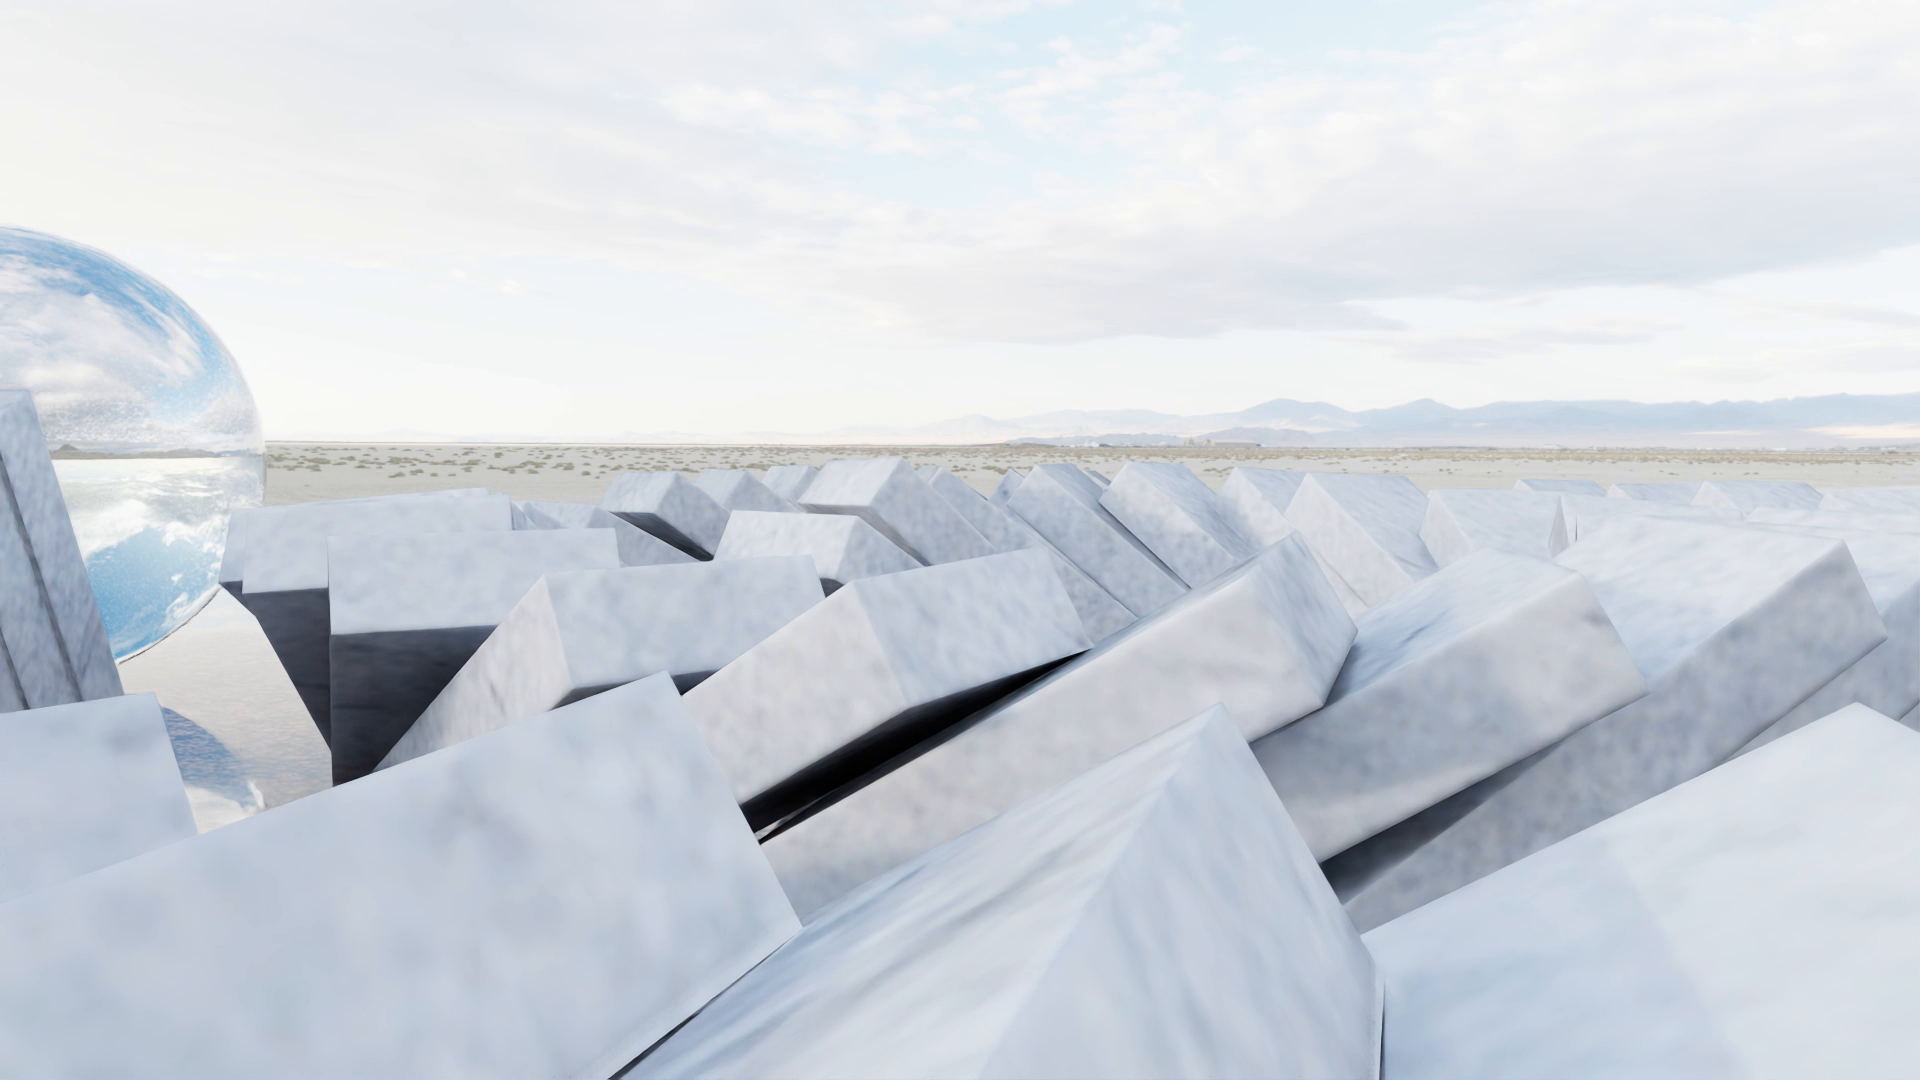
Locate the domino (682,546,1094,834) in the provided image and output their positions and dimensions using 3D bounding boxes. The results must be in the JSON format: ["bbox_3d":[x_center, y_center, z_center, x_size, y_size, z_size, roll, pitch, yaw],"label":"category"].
[{"bbox_3d":[-0.016,0.017,0.110,0.050,0.009,0.025,-33,-14,33],"label":"domino"}]

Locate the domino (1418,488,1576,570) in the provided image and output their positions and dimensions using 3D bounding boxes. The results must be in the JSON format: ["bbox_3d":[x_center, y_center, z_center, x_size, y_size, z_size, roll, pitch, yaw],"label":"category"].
[{"bbox_3d":[0.093,0.010,0.199,0.025,0.009,0.050,1,36,-5],"label":"domino"}]

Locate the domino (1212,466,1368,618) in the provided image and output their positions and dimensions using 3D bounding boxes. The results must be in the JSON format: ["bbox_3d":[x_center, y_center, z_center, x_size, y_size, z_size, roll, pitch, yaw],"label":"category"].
[{"bbox_3d":[0.071,0.006,0.235,0.025,0.010,0.050,2,38,-35],"label":"domino"}]

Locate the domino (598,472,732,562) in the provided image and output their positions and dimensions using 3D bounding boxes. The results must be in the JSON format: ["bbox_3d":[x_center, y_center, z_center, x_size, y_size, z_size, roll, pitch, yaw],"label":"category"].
[{"bbox_3d":[-0.049,0.004,0.270,0.025,0.010,0.050,3,-30,49],"label":"domino"}]

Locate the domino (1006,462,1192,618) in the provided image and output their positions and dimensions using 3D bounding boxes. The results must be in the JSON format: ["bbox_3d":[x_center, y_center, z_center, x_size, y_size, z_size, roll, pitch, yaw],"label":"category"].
[{"bbox_3d":[0.034,0.005,0.243,0.050,0.009,0.025,41,16,13],"label":"domino"}]

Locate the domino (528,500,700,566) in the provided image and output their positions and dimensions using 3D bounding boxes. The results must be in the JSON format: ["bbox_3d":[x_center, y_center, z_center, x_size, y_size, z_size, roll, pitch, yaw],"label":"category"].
[{"bbox_3d":[-0.061,0.008,0.255,0.025,0.010,0.050,4,-22,43],"label":"domino"}]

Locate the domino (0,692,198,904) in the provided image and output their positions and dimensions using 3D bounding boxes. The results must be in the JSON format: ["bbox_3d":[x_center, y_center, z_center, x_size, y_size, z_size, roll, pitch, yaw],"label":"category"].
[{"bbox_3d":[-0.053,0.022,0.050,0.050,0.010,0.025,-33,-14,31],"label":"domino"}]

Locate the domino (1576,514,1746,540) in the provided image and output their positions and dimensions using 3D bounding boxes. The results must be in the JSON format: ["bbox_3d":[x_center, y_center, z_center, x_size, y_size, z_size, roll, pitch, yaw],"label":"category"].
[{"bbox_3d":[0.089,0.014,0.156,0.025,0.010,0.050,2,34,24],"label":"domino"}]

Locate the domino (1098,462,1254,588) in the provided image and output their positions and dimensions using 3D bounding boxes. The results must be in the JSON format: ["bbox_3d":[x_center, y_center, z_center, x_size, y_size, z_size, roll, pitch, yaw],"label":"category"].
[{"bbox_3d":[0.051,0.005,0.240,0.050,0.010,0.025,45,24,23],"label":"domino"}]

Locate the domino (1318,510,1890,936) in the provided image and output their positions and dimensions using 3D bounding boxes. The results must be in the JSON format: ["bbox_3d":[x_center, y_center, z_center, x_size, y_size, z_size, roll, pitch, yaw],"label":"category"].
[{"bbox_3d":[0.048,0.016,0.111,0.050,0.010,0.025,-34,12,-6],"label":"domino"}]

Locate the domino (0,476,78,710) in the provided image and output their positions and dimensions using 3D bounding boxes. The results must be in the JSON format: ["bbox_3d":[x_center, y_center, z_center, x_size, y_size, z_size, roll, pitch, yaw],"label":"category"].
[{"bbox_3d":[-0.129,0.006,0.157,0.025,0.050,0.009,-1,29,-8],"label":"domino"}]

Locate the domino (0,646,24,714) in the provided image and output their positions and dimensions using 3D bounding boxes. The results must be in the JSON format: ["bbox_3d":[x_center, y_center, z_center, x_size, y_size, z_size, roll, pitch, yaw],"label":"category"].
[{"bbox_3d":[-0.128,0.007,0.146,0.025,0.050,0.010,-1,29,-8],"label":"domino"}]

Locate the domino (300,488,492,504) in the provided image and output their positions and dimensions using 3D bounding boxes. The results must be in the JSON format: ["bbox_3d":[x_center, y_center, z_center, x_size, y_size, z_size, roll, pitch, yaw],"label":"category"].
[{"bbox_3d":[-0.073,0.010,0.187,0.025,0.009,0.050,-5,-28,-1],"label":"domino"}]

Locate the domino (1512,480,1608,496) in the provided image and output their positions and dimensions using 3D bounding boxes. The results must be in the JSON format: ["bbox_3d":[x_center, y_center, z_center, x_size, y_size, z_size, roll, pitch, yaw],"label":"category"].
[{"bbox_3d":[0.138,0.005,0.263,0.025,0.009,0.050,-1,36,-30],"label":"domino"}]

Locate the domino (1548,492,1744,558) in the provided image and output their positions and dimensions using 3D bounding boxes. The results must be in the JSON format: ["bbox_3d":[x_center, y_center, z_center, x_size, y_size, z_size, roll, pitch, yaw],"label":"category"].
[{"bbox_3d":[0.099,0.012,0.179,0.025,0.009,0.050,7,35,15],"label":"domino"}]

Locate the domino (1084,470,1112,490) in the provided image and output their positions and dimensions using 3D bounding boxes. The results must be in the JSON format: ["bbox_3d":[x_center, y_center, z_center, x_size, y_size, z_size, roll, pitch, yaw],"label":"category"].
[{"bbox_3d":[0.049,0.001,0.310,0.050,0.009,0.025,35,9,8],"label":"domino"}]

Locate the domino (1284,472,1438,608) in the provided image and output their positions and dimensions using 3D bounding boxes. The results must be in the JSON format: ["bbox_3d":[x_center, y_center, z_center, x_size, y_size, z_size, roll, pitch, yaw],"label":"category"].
[{"bbox_3d":[0.080,0.007,0.219,0.025,0.010,0.050,0,39,-30],"label":"domino"}]

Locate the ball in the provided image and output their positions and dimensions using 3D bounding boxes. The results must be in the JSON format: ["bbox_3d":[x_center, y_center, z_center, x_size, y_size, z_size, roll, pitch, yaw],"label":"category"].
[{"bbox_3d":[-0.165,-0.014,0.221,0.080,0.080,0.080,0,4,0],"label":"ball"}]

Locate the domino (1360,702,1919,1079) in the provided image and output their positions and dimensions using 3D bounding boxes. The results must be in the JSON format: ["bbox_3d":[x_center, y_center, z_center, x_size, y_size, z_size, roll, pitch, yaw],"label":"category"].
[{"bbox_3d":[0.005,0.023,0.032,0.050,0.009,0.025,-31,-2,14],"label":"domino"}]

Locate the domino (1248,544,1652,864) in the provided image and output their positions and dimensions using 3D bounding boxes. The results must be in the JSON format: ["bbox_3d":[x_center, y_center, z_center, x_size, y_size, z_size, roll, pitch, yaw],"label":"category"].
[{"bbox_3d":[0.025,0.018,0.104,0.050,0.009,0.025,-31,-1,10],"label":"domino"}]

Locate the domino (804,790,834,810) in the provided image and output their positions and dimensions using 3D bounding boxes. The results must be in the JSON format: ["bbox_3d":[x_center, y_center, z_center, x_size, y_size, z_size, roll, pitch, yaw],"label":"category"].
[{"bbox_3d":[-0.003,0.025,0.170,0.025,0.010,0.050,0,4,6],"label":"domino"}]

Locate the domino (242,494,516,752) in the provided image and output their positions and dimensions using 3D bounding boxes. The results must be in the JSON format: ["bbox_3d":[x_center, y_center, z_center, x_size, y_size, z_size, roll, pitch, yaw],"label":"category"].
[{"bbox_3d":[-0.064,0.013,0.151,0.025,0.009,0.050,-4,-29,-16],"label":"domino"}]

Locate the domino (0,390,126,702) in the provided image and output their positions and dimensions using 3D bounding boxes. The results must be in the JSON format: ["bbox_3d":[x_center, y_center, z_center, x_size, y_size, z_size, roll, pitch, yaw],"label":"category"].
[{"bbox_3d":[-0.130,0.005,0.167,0.025,0.050,0.009,-1,29,-8],"label":"domino"}]

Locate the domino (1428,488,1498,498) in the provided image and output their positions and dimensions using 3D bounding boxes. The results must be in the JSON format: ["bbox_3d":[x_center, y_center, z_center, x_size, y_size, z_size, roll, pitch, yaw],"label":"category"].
[{"bbox_3d":[0.126,0.006,0.278,0.025,0.009,0.050,-3,34,-34],"label":"domino"}]

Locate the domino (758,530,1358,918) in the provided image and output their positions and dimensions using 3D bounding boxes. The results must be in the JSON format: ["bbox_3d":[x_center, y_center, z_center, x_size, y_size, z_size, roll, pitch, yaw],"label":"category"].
[{"bbox_3d":[0.006,0.017,0.103,0.050,0.009,0.025,-32,-5,23],"label":"domino"}]

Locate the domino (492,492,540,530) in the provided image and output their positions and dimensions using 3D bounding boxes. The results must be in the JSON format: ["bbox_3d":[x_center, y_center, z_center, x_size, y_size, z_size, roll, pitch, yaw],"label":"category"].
[{"bbox_3d":[-0.075,0.009,0.208,0.025,0.010,0.050,-3,-27,9],"label":"domino"}]

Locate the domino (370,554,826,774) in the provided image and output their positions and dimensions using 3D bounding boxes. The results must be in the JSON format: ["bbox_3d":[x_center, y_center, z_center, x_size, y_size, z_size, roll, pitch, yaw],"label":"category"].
[{"bbox_3d":[-0.036,0.017,0.122,0.025,0.010,0.050,-4,-23,-42],"label":"domino"}]

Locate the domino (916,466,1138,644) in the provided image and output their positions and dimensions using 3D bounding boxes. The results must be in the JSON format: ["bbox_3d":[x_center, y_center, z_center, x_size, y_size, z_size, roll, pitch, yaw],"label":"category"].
[{"bbox_3d":[0.011,0.006,0.235,0.050,0.009,0.025,38,-4,-10],"label":"domino"}]

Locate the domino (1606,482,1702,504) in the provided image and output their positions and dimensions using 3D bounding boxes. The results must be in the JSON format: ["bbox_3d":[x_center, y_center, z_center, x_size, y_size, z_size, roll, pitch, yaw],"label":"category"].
[{"bbox_3d":[0.149,0.007,0.246,0.025,0.010,0.050,-2,37,-22],"label":"domino"}]

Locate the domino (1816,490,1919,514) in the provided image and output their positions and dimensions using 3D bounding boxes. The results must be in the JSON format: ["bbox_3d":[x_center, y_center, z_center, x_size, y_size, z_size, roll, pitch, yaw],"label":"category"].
[{"bbox_3d":[0.166,0.010,0.209,0.025,0.010,0.050,0,36,-3],"label":"domino"}]

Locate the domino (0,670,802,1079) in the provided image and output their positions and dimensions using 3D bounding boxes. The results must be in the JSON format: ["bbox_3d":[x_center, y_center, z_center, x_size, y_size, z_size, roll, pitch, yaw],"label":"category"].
[{"bbox_3d":[-0.032,0.022,0.041,0.050,0.009,0.025,-32,-6,24],"label":"domino"}]

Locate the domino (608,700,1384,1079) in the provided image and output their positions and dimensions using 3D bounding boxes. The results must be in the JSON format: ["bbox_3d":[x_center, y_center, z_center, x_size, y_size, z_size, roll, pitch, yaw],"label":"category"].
[{"bbox_3d":[-0.014,0.023,0.036,0.050,0.009,0.025,-31,-5,20],"label":"domino"}]

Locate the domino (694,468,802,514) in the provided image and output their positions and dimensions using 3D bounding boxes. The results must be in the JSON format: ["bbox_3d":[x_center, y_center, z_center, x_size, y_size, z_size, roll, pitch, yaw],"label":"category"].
[{"bbox_3d":[-0.035,0.003,0.284,0.050,0.010,0.025,39,-16,-27],"label":"domino"}]

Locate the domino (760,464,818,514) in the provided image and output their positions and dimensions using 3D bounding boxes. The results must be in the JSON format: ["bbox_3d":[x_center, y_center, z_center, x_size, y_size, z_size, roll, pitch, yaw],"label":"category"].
[{"bbox_3d":[-0.022,0.002,0.293,0.050,0.009,0.025,38,-15,-24],"label":"domino"}]

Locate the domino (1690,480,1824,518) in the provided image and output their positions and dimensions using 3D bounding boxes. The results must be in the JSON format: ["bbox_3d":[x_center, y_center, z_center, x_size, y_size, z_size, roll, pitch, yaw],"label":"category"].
[{"bbox_3d":[0.158,0.008,0.230,0.025,0.009,0.050,0,37,-17],"label":"domino"}]

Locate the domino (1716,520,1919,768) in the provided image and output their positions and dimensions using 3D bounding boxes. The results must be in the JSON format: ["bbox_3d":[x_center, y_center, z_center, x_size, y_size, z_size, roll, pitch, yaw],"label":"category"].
[{"bbox_3d":[0.065,0.016,0.117,0.050,0.010,0.025,-34,12,-11],"label":"domino"}]

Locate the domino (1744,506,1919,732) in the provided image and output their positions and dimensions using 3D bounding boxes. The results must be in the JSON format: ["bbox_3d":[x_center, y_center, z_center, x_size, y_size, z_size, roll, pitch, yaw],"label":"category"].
[{"bbox_3d":[0.081,0.015,0.130,0.050,0.009,0.025,-37,20,-21],"label":"domino"}]

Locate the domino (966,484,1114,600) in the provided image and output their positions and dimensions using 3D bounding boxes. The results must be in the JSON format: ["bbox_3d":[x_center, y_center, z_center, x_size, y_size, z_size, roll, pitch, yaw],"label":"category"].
[{"bbox_3d":[0.014,0.001,0.310,0.050,0.010,0.025,34,4,-2],"label":"domino"}]

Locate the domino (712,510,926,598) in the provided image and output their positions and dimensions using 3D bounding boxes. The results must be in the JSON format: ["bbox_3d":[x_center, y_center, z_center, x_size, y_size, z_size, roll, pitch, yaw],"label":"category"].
[{"bbox_3d":[-0.012,0.011,0.200,0.025,0.010,0.050,3,-24,38],"label":"domino"}]

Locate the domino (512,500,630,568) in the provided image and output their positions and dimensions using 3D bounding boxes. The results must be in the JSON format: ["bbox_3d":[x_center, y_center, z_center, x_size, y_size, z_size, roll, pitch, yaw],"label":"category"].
[{"bbox_3d":[-0.072,0.008,0.232,0.025,0.010,0.050,0,-25,28],"label":"domino"}]

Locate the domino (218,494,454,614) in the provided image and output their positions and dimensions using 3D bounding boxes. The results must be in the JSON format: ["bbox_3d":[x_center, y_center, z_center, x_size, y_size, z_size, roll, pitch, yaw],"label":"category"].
[{"bbox_3d":[-0.072,0.012,0.169,0.025,0.009,0.050,-4,-28,-4],"label":"domino"}]

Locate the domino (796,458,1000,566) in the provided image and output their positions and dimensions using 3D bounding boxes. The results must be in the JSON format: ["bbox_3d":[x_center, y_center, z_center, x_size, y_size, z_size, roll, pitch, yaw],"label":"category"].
[{"bbox_3d":[-0.002,0.006,0.220,0.050,0.010,0.025,44,-21,-27],"label":"domino"}]

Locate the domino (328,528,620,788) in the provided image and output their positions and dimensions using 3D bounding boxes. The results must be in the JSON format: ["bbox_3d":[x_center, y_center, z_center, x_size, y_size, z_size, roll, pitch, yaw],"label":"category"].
[{"bbox_3d":[-0.053,0.015,0.137,0.025,0.009,0.050,-2,-27,-27],"label":"domino"}]

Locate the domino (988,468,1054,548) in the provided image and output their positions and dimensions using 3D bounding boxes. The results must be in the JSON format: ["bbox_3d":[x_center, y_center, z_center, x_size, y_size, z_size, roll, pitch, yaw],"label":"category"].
[{"bbox_3d":[0.030,0.001,0.311,0.050,0.009,0.025,35,5,2],"label":"domino"}]
